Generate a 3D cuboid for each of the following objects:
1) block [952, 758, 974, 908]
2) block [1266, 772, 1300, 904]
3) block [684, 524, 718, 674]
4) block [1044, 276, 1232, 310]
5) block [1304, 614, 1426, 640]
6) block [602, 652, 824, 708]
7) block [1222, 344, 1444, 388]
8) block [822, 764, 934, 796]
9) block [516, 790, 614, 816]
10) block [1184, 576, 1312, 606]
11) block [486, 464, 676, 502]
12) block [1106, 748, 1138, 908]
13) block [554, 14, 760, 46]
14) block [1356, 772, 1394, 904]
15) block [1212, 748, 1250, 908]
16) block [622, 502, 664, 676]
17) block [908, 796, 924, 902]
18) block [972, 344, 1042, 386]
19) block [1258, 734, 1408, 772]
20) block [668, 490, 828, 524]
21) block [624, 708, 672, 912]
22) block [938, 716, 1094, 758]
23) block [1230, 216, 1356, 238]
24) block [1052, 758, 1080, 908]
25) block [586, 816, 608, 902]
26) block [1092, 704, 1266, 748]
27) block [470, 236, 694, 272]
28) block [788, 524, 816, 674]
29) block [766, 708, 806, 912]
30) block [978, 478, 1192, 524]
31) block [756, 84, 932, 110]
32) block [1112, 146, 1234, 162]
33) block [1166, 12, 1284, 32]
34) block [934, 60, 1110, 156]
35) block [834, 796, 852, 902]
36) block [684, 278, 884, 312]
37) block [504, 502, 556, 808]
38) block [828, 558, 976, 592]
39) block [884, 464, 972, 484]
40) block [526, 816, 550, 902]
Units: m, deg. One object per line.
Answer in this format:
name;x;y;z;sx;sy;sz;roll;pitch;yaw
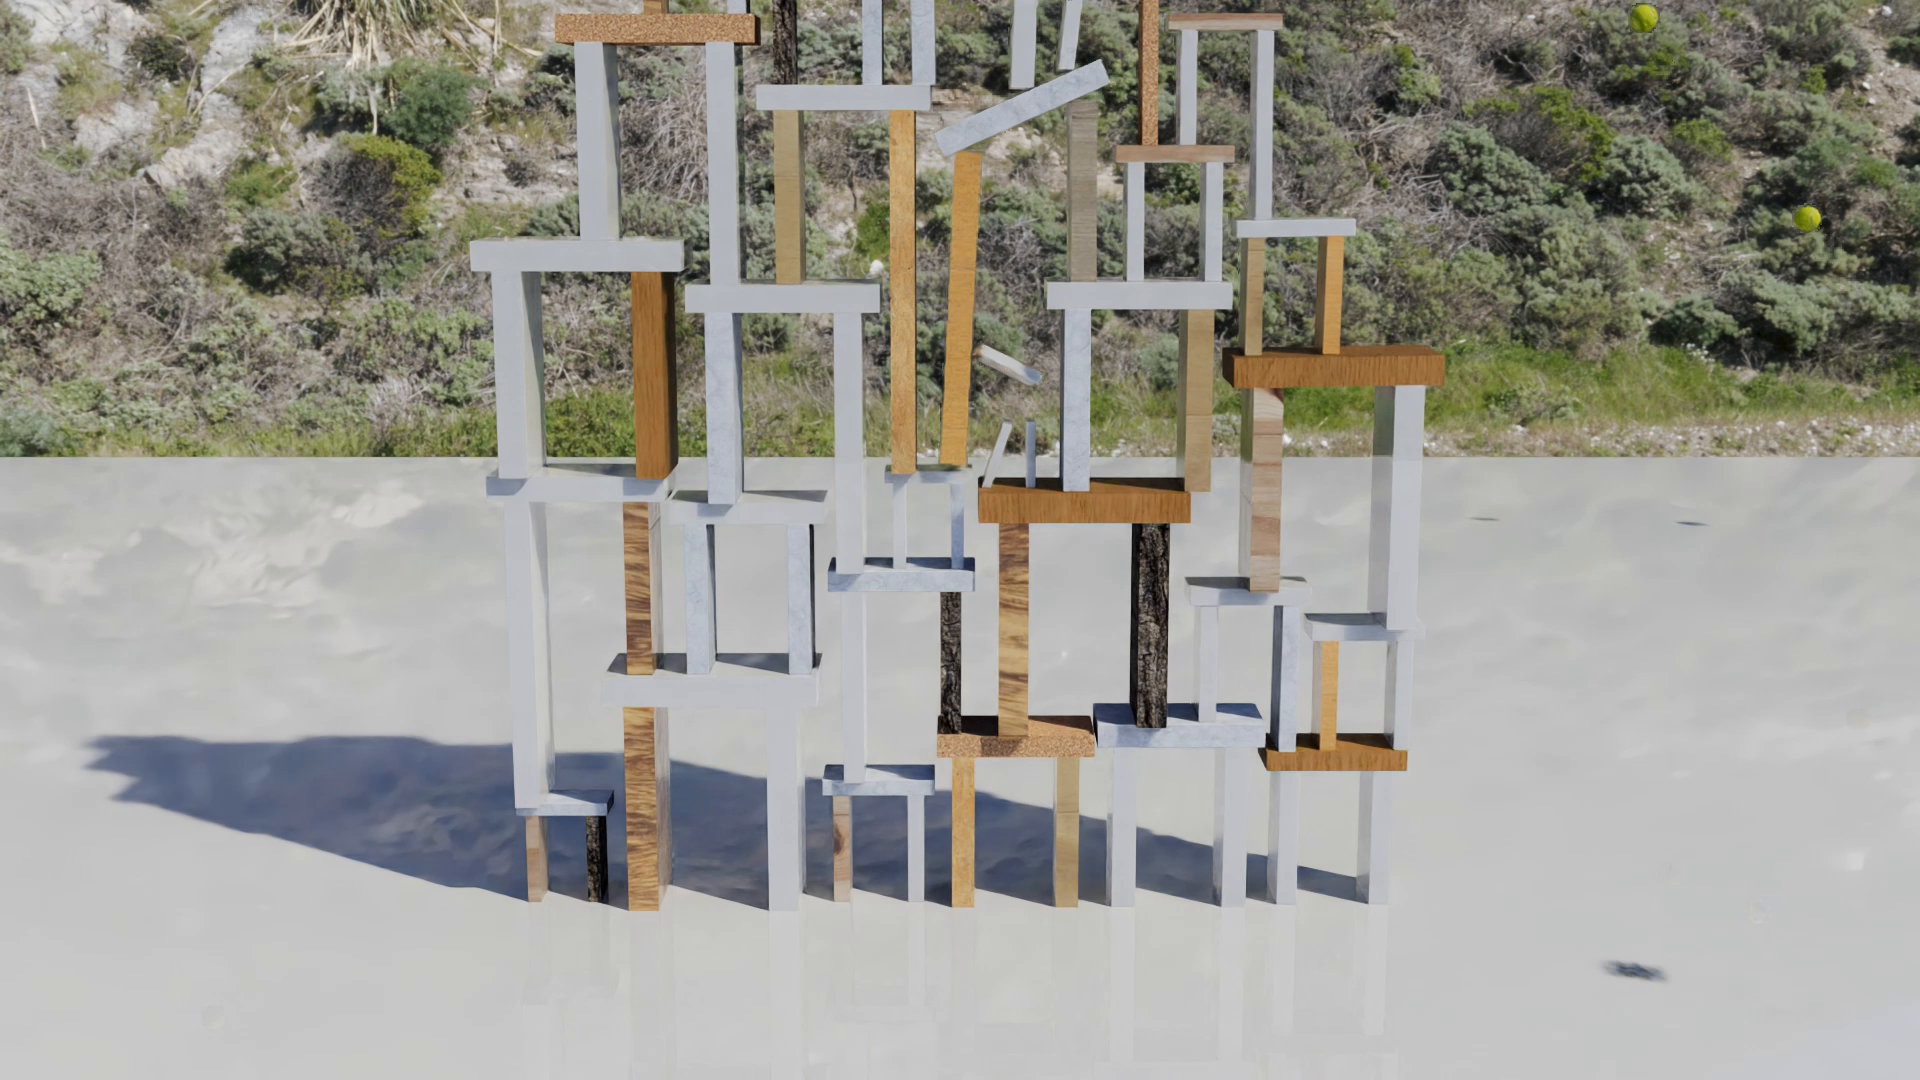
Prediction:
block;0.005;0.465;3.642;0.036;0.255;0.127;0;11;0
block;0.537;0.477;3.652;0.032;0.228;0.114;0;11;0
block;-0.421;0.085;3.574;0.035;0.246;0.123;0;11;0
block;0.280;-0.392;3.488;0.288;0.041;0.144;0;11;0
block;0.658;0.141;3.584;0.182;0.026;0.091;0;10;0
block;-0.401;0.229;3.604;0.343;0.049;0.171;0;11;0
block;0.590;-0.277;3.500;0.327;0.046;0.163;-1;11;0
block;-0.133;0.397;3.639;0.183;0.026;0.091;0;11;0
block;-0.652;0.434;3.636;0.149;0.021;0.074;0;11;0
block;0.466;0.082;3.568;0.194;0.028;0.097;0;11;0
block;-0.608;-0.093;3.546;0.283;0.040;0.141;0;11;0
block;0.268;0.456;3.647;0.038;0.271;0.135;0;11;0
block;-0.466;-0.792;3.413;0.300;0.042;0.150;0;11;0
block;0.688;0.477;3.652;0.032;0.228;0.114;0;11;0
block;0.448;0.456;3.647;0.038;0.271;0.135;0;11;0
block;-0.514;0.065;3.575;0.040;0.283;0.141;0;11;0
block;-0.073;0.499;3.658;0.026;0.183;0.091;0;11;0
block;0.075;-0.278;3.504;0.106;0.015;0.053;26;-8;-11
block;0.613;0.350;3.628;0.228;0.032;0.114;0;11;0
block;-0.339;-0.053;3.548;0.246;0.035;0.123;0;11;0
block;-0.516;0.421;3.640;0.049;0.343;0.171;0;11;0
block;0.090;0.322;3.616;0.255;0.036;0.127;0;11;0
block;0.523;-0.493;3.461;0.184;0.026;0.092;-1;11;1
block;0.175;0.465;3.643;0.036;0.255;0.127;0;11;0
block;-0.602;0.518;3.651;0.021;0.149;0.074;0;11;0
block;0.358;0.304;3.619;0.271;0.038;0.135;0;11;0
block;-0.593;-0.452;3.470;0.324;0.046;0.162;0;11;0
block;-0.257;0.084;3.574;0.035;0.246;0.123;0;11;0
block;-0.287;0.421;3.640;0.049;0.343;0.171;0;11;0
block;0.196;-0.065;3.543;0.334;0.047;0.167;0;11;0
block;-0.178;-0.689;3.426;0.266;0.038;0.133;0;11;0
block;0.334;-0.606;3.451;0.184;0.026;0.092;0;11;0
block;0.409;-0.803;3.410;0.174;0.025;0.087;1;11;2
block;0.095;-0.674;3.436;0.278;0.039;0.139;-23;10;4
block;-0.194;0.499;3.658;0.026;0.183;0.091;0;11;0
block;-0.276;-0.388;3.484;0.302;0.043;0.151;0;11;0
block;-0.703;0.175;3.596;0.040;0.505;0.141;0;11;0
block;-0.094;0.056;3.572;0.236;0.033;0.118;0;11;0
block;-0.050;-0.107;3.535;0.140;0.020;0.070;0;11;0
block;-0.701;0.518;3.651;0.021;0.149;0.074;0;11;0
